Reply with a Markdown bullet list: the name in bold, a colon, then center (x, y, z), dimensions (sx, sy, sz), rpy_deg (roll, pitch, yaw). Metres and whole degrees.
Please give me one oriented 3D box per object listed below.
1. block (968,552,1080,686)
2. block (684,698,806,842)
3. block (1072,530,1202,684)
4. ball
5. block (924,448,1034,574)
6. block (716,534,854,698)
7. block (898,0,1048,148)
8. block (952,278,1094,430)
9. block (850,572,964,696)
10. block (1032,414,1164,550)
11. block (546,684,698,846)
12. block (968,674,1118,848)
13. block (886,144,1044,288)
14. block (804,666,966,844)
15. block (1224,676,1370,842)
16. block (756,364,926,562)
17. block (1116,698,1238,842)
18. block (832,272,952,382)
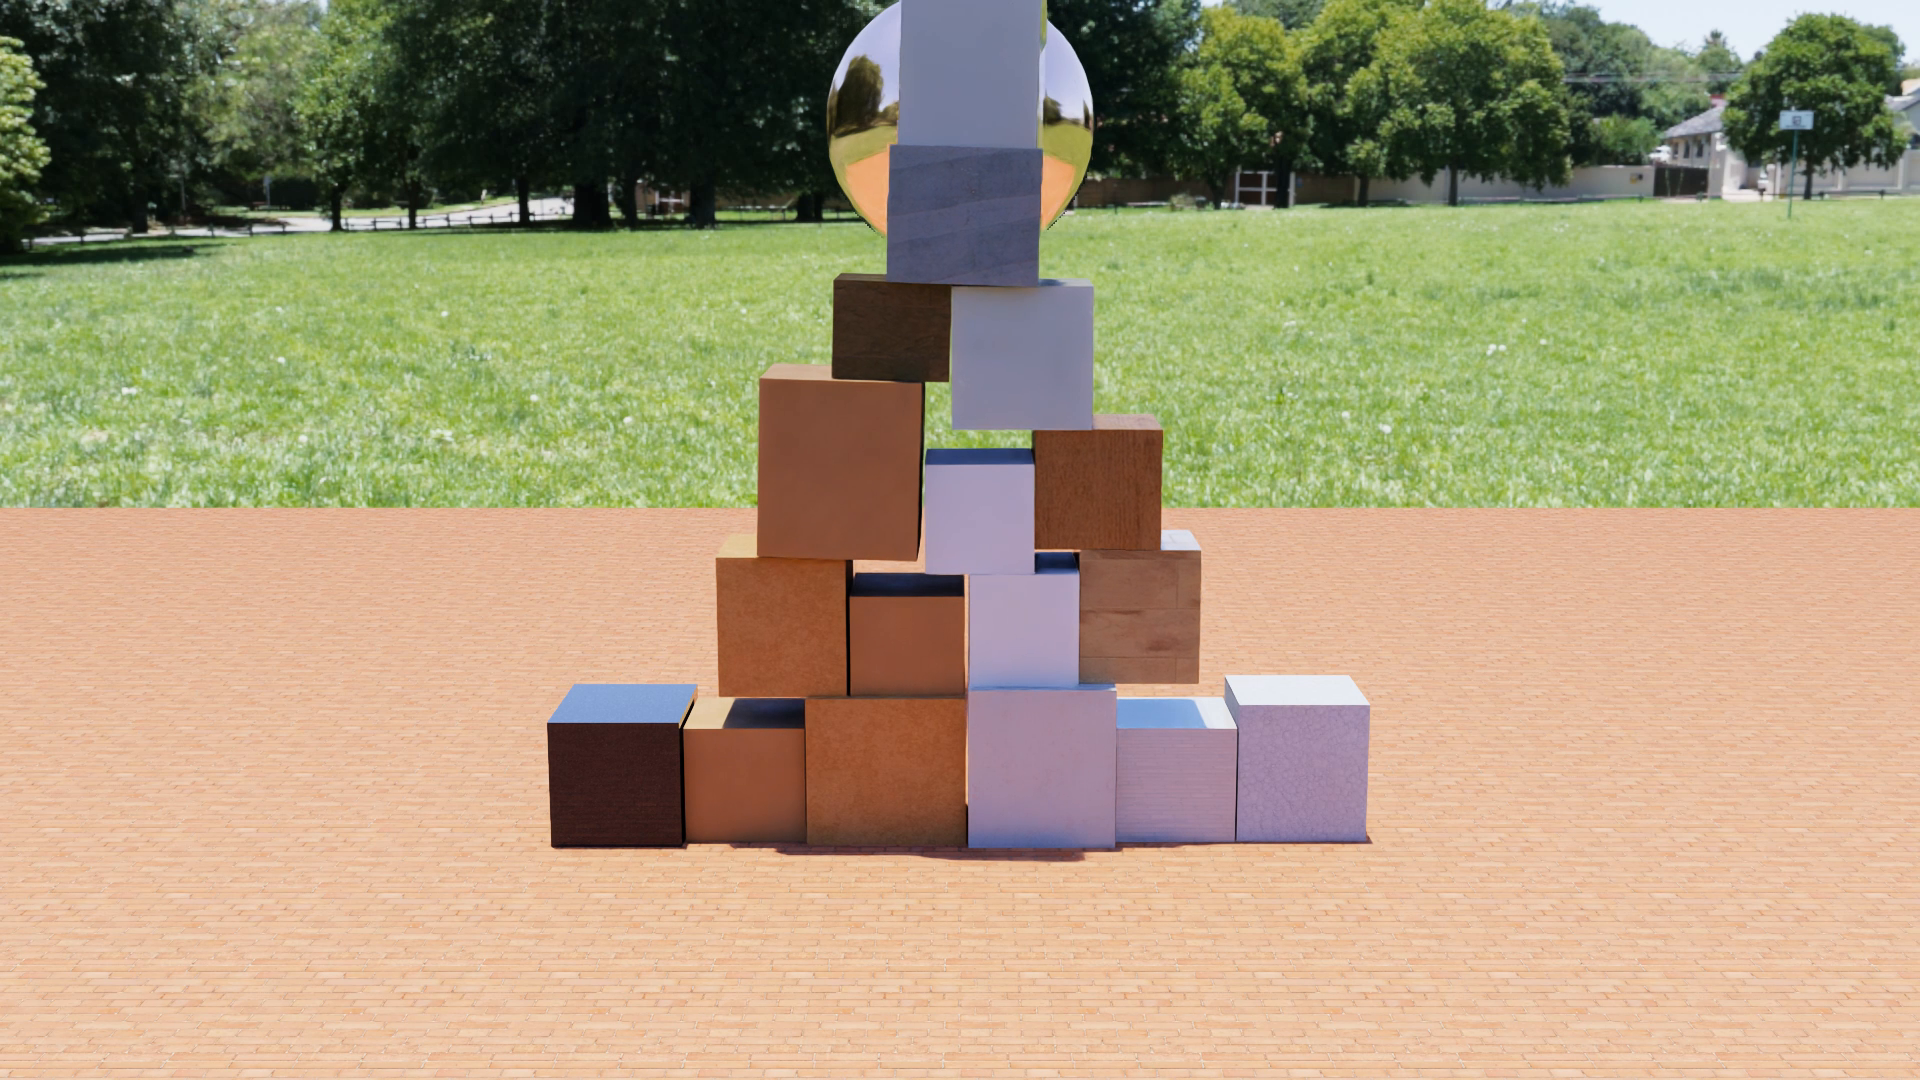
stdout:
- **block**: center (0.318, 0.397, 11.239), dimensions (0.545, 0.568, 0.607), rpy_deg (0, 10, 0)
- **block**: center (-1.085, 1.183, 11.404), dimensions (0.610, 0.592, 0.624), rpy_deg (0, 10, 0)
- **block**: center (0.896, 0.334, 11.262), dimensions (0.606, 0.684, 0.576), rpy_deg (0, 10, -1)
- **ball**: center (0.000, -2.466, 13.064), dimensions (1.600, 1.600, 1.600), rpy_deg (0, 10, 0)
- **block**: center (0.098, -0.153, 11.142), dimensions (0.541, 0.548, 0.589), rpy_deg (0, 10, 0)
- **block**: center (-0.884, 0.379, 11.257), dimensions (0.641, 0.713, 0.646), rpy_deg (0, 10, 1)
- **block**: center (0.070, -2.309, 10.767), dimensions (0.666, 0.756, 0.689), rpy_deg (3, 10, 4)
- **block**: center (0.309, -0.941, 11.031), dimensions (0.690, 0.702, 0.617), rpy_deg (0, 10, 1)
- **block**: center (-0.263, 0.477, 11.286), dimensions (0.573, 0.509, 0.623), rpy_deg (0, 10, 0)
- **block**: center (0.685, -0.302, 11.167), dimensions (0.629, 0.601, 0.613), rpy_deg (0, 10, 0)
- **block**: center (-1.729, 1.157, 11.401), dimensions (0.658, 0.645, 0.791), rpy_deg (0, 10, 0)
- **block**: center (0.411, 1.077, 11.363), dimensions (0.736, 0.815, 0.785), rpy_deg (0, 10, 0)
- **block**: center (0.032, -1.614, 10.877), dimensions (0.729, 0.654, 0.694), rpy_deg (2, 10, 2)
- **block**: center (-0.372, 1.103, 11.378), dimensions (0.802, 0.757, 0.697), rpy_deg (0, 10, 0)
- **block**: center (1.730, 1.123, 11.397), dimensions (0.656, 0.714, 0.621), rpy_deg (0, 10, 0)
- **block**: center (-0.588, -0.405, 11.106), dimensions (0.790, 0.880, 0.737), rpy_deg (2, 10, 0)
- **block**: center (1.090, 1.182, 11.404), dimensions (0.603, 0.594, 0.630), rpy_deg (0, 10, 0)
- **block**: center (-0.331, -1.068, 10.988), dimensions (0.575, 0.482, 0.577), rpy_deg (2, 10, 0)
